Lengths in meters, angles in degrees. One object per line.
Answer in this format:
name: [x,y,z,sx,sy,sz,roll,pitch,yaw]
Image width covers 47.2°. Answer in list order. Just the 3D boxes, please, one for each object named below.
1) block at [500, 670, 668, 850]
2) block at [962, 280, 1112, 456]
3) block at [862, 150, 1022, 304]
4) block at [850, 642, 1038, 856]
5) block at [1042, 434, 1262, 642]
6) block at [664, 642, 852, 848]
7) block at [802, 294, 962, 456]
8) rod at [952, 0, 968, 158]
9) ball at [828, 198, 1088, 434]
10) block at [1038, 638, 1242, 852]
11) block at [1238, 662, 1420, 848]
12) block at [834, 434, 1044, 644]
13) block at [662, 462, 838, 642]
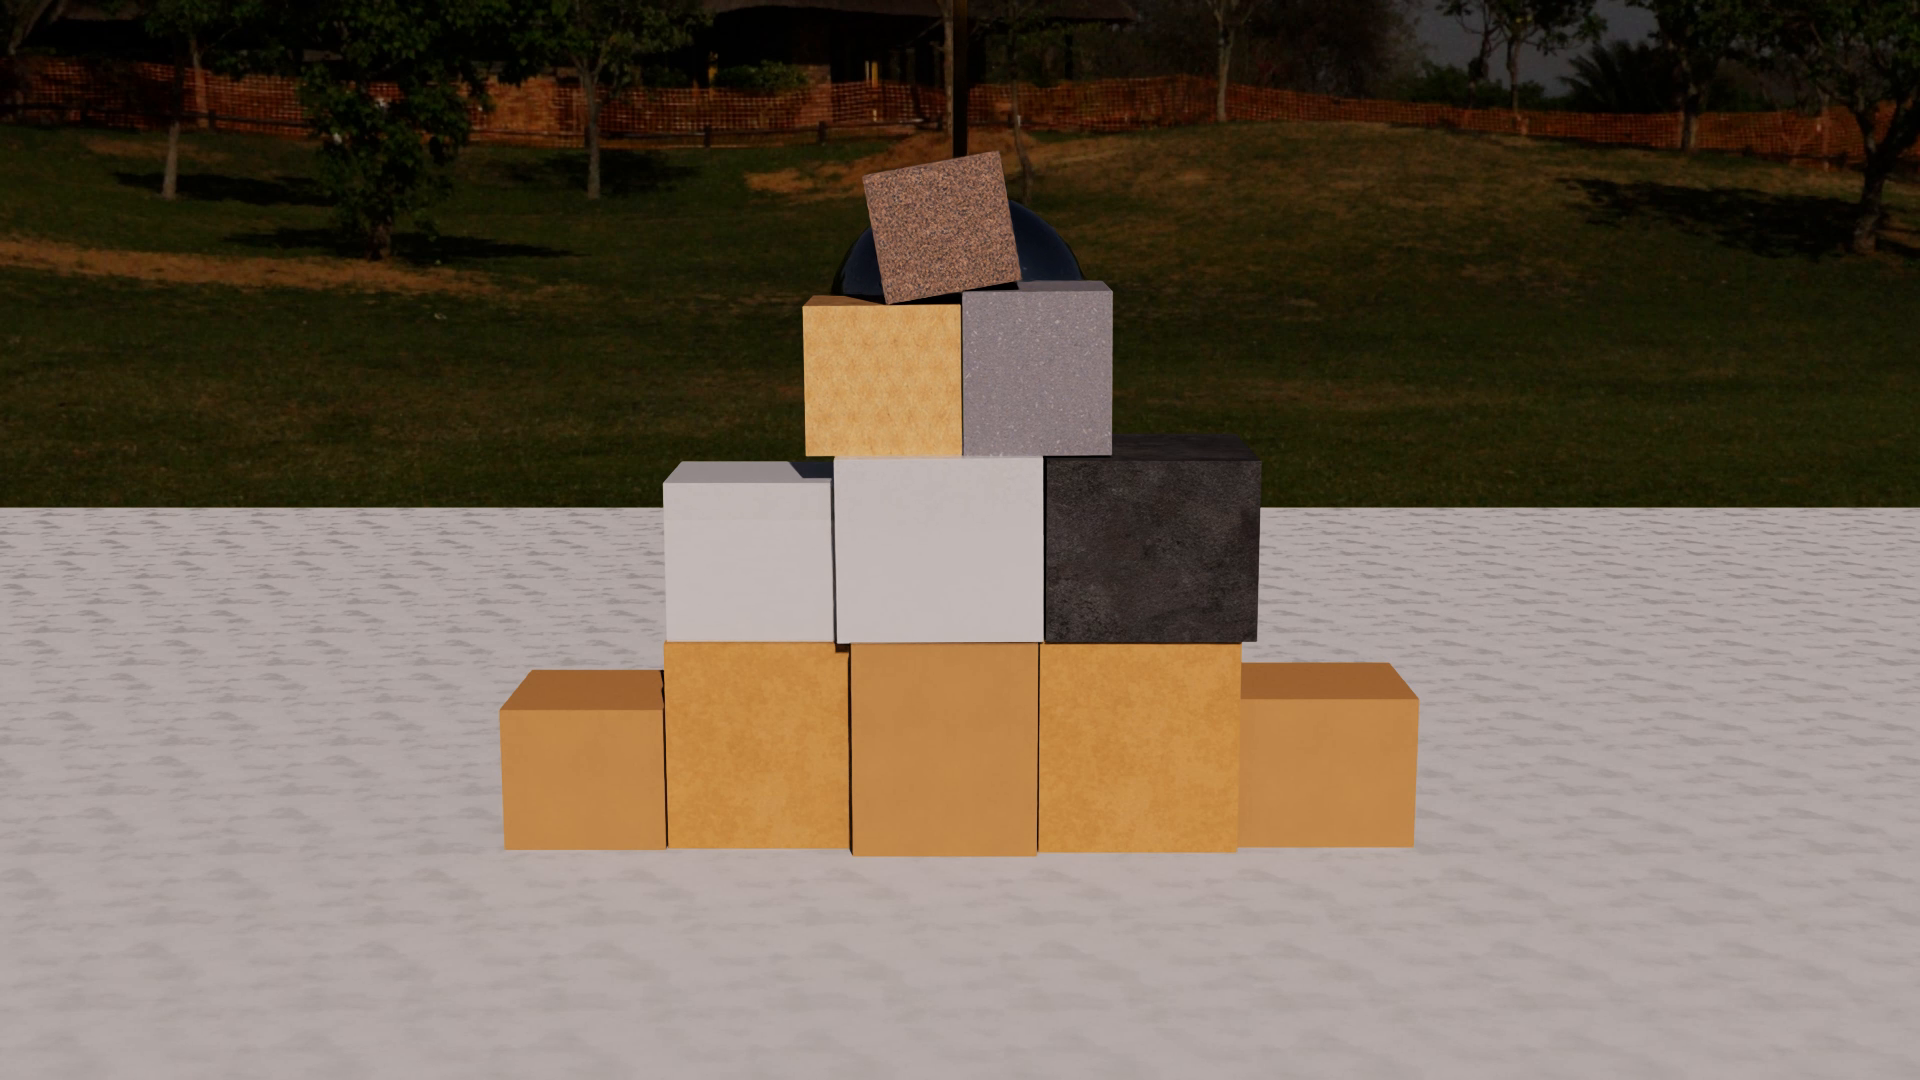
block: [-1.878,1.122,11.373,0.808,0.723,0.847,0,10,0]
block: [0.375,-0.872,11.016,0.721,0.795,0.792,0,10,0]
block: [-0.085,-1.556,10.883,0.668,0.626,0.643,-10,10,2]
block: [-0.075,0.947,11.350,0.915,1.076,1.070,0,10,0]
block: [0.937,-0.031,11.179,1.035,0.894,1.006,0,10,0]
block: [-1.003,0.956,11.364,0.921,1.053,0.848,0,10,0]
block: [-0.373,-0.839,11.047,0.765,0.731,0.748,0,10,0]
rod: [0.000,-4.201,11.330,0.080,5.200,0.080,0,31,0]
ball: [0.000,-1.273,13.057,1.600,1.600,1.600,0,10,0]
block: [0.887,0.946,11.337,0.990,1.083,0.925,0,10,0]
block: [1.837,1.099,11.376,0.890,0.768,0.782,0,10,0]
block: [-0.100,-0.029,11.156,1.010,0.907,0.956,0,10,0]
block: [-1.032,0.046,11.203,0.845,0.795,0.739,0,10,0]
